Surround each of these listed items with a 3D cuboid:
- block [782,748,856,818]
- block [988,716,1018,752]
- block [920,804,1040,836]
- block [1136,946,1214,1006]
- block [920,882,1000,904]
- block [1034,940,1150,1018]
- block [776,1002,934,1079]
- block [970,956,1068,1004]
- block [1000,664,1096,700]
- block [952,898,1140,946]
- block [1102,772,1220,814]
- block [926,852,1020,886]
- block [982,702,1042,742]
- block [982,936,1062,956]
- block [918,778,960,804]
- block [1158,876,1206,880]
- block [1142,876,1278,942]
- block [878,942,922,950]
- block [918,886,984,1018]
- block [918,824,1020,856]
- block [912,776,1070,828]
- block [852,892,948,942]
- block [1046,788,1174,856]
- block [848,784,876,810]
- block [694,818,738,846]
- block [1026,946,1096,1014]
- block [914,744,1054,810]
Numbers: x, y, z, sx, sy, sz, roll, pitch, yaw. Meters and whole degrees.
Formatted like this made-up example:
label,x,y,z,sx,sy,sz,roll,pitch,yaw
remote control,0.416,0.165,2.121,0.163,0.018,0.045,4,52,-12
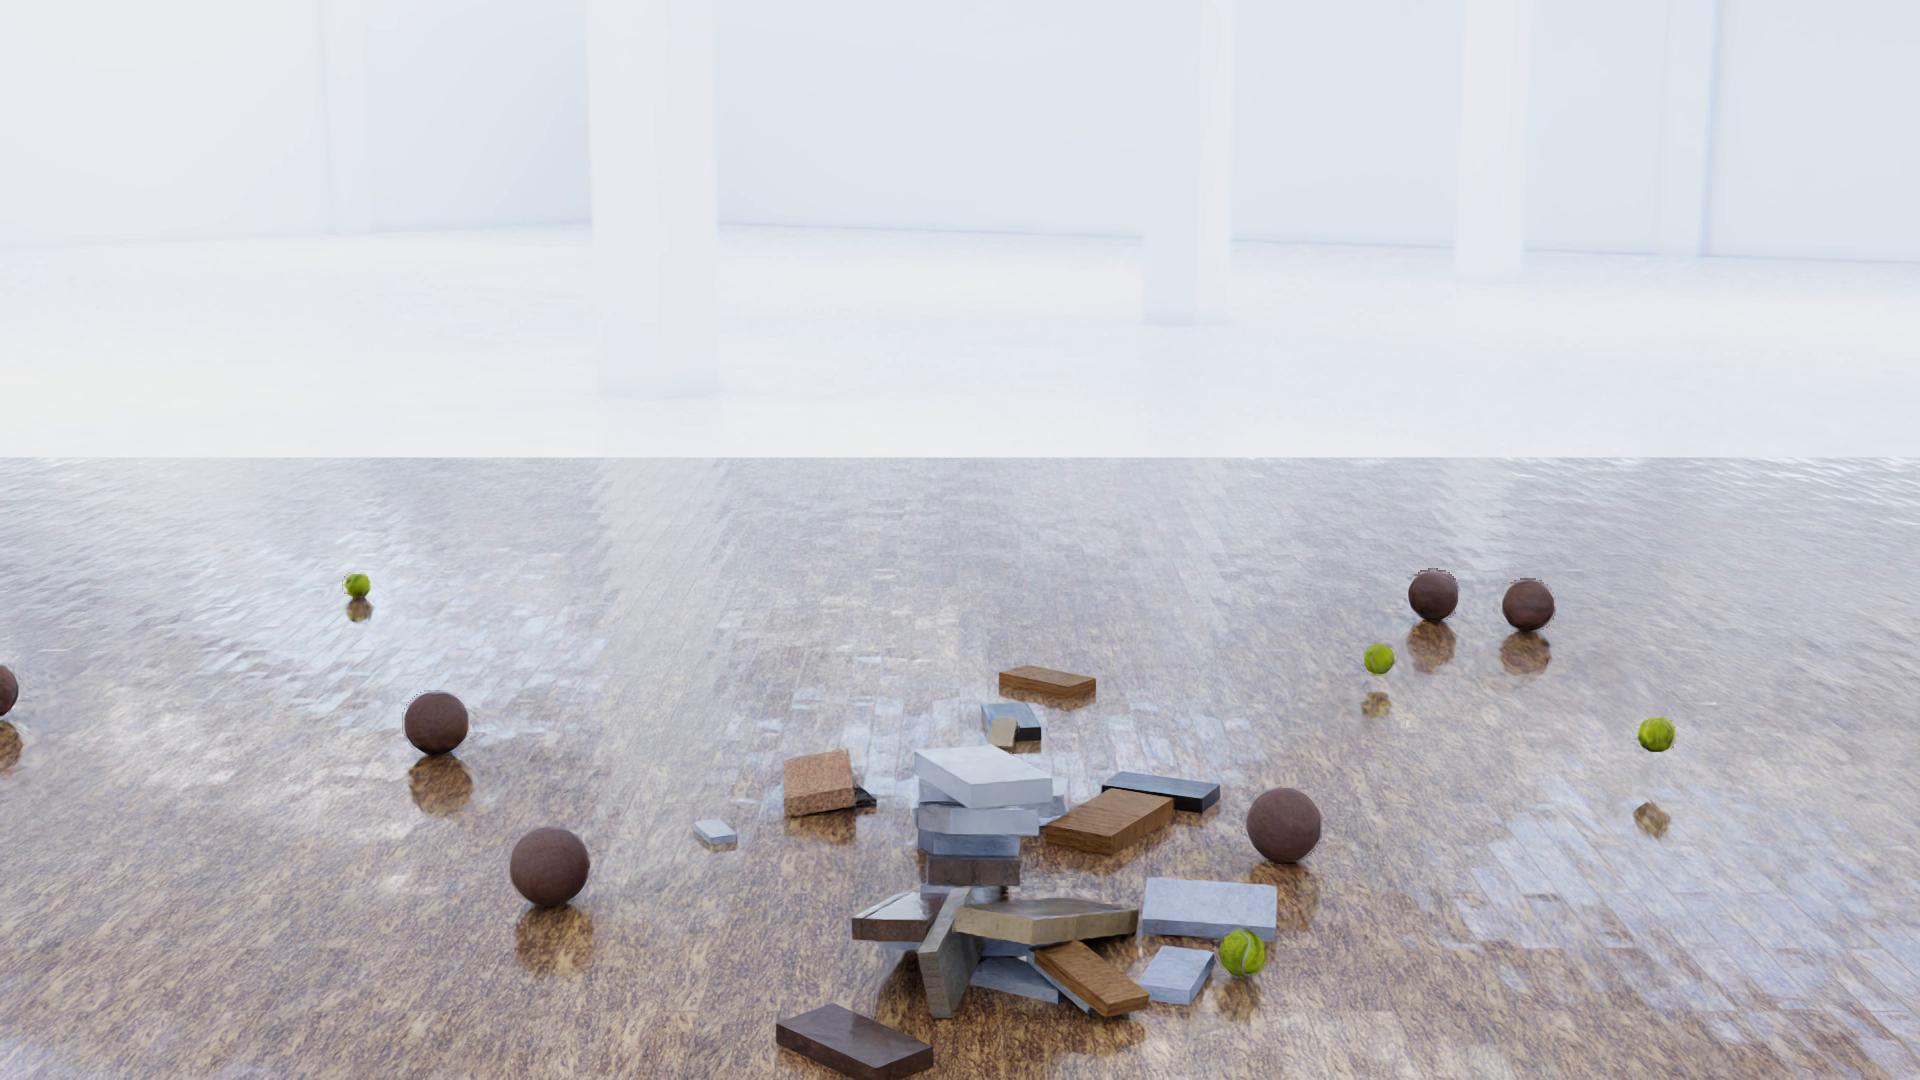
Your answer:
label,x,y,z,sx,sy,sz,roll,pitch,yaw
block,-0.270,0.462,4.202,0.130,0.037,0.259,-10,11,-3
block,0.089,0.402,4.545,0.050,0.014,0.100,3,31,9
block,0.027,0.452,3.564,0.142,0.040,0.283,2,-6,-11
block,0.322,0.649,3.286,0.081,0.023,0.162,4,11,19
block,0.002,0.567,3.535,0.114,0.032,0.229,1,-6,4
block,0.190,0.635,3.187,0.081,0.023,0.162,-3,22,-39
block,-0.146,0.694,3.026,0.104,0.030,0.209,-10,14,-43
block,0.098,0.653,3.273,0.150,0.021,0.075,6,12,31
block,0.199,0.323,5.025,0.203,0.029,0.101,9,14,40
block,0.137,0.577,3.341,0.130,0.037,0.400,5,-4,27
block,0.382,0.479,4.186,0.203,0.029,0.101,5,12,26
block,0.017,0.536,3.589,0.142,0.040,0.283,1,-6,-2
block,0.108,0.387,4.683,0.101,0.029,0.203,-1,11,-7
block,0.078,0.617,3.352,0.150,0.021,0.075,-8,-4,42
block,0.004,0.437,3.772,0.139,0.039,0.277,0,-10,2
block,0.365,0.590,3.604,0.081,0.023,0.162,1,11,5
block,0.398,0.588,3.501,0.209,0.030,0.104,3,30,8
block,-0.036,0.598,3.407,0.114,0.032,0.229,-1,0,17
block,-0.011,0.604,3.231,0.030,0.104,0.209,-8,15,17
block,0.012,0.511,3.760,0.142,0.040,0.283,2,-5,-6
block,0.060,0.481,4.045,0.277,0.039,0.139,-6,8,7
block,-0.071,0.566,3.307,0.114,0.032,0.229,-1,0,16
block,0.274,0.511,3.996,0.130,0.037,0.259,6,12,30
block,-0.199,0.488,4.178,0.050,0.014,0.100,-5,11,-23
block,-0.442,0.527,3.971,0.050,0.014,0.100,-5,12,-24
block,0.172,0.642,3.227,0.075,0.021,0.150,-1,22,-36
block,0.035,0.382,3.567,0.139,0.039,0.277,-3,6,-19
